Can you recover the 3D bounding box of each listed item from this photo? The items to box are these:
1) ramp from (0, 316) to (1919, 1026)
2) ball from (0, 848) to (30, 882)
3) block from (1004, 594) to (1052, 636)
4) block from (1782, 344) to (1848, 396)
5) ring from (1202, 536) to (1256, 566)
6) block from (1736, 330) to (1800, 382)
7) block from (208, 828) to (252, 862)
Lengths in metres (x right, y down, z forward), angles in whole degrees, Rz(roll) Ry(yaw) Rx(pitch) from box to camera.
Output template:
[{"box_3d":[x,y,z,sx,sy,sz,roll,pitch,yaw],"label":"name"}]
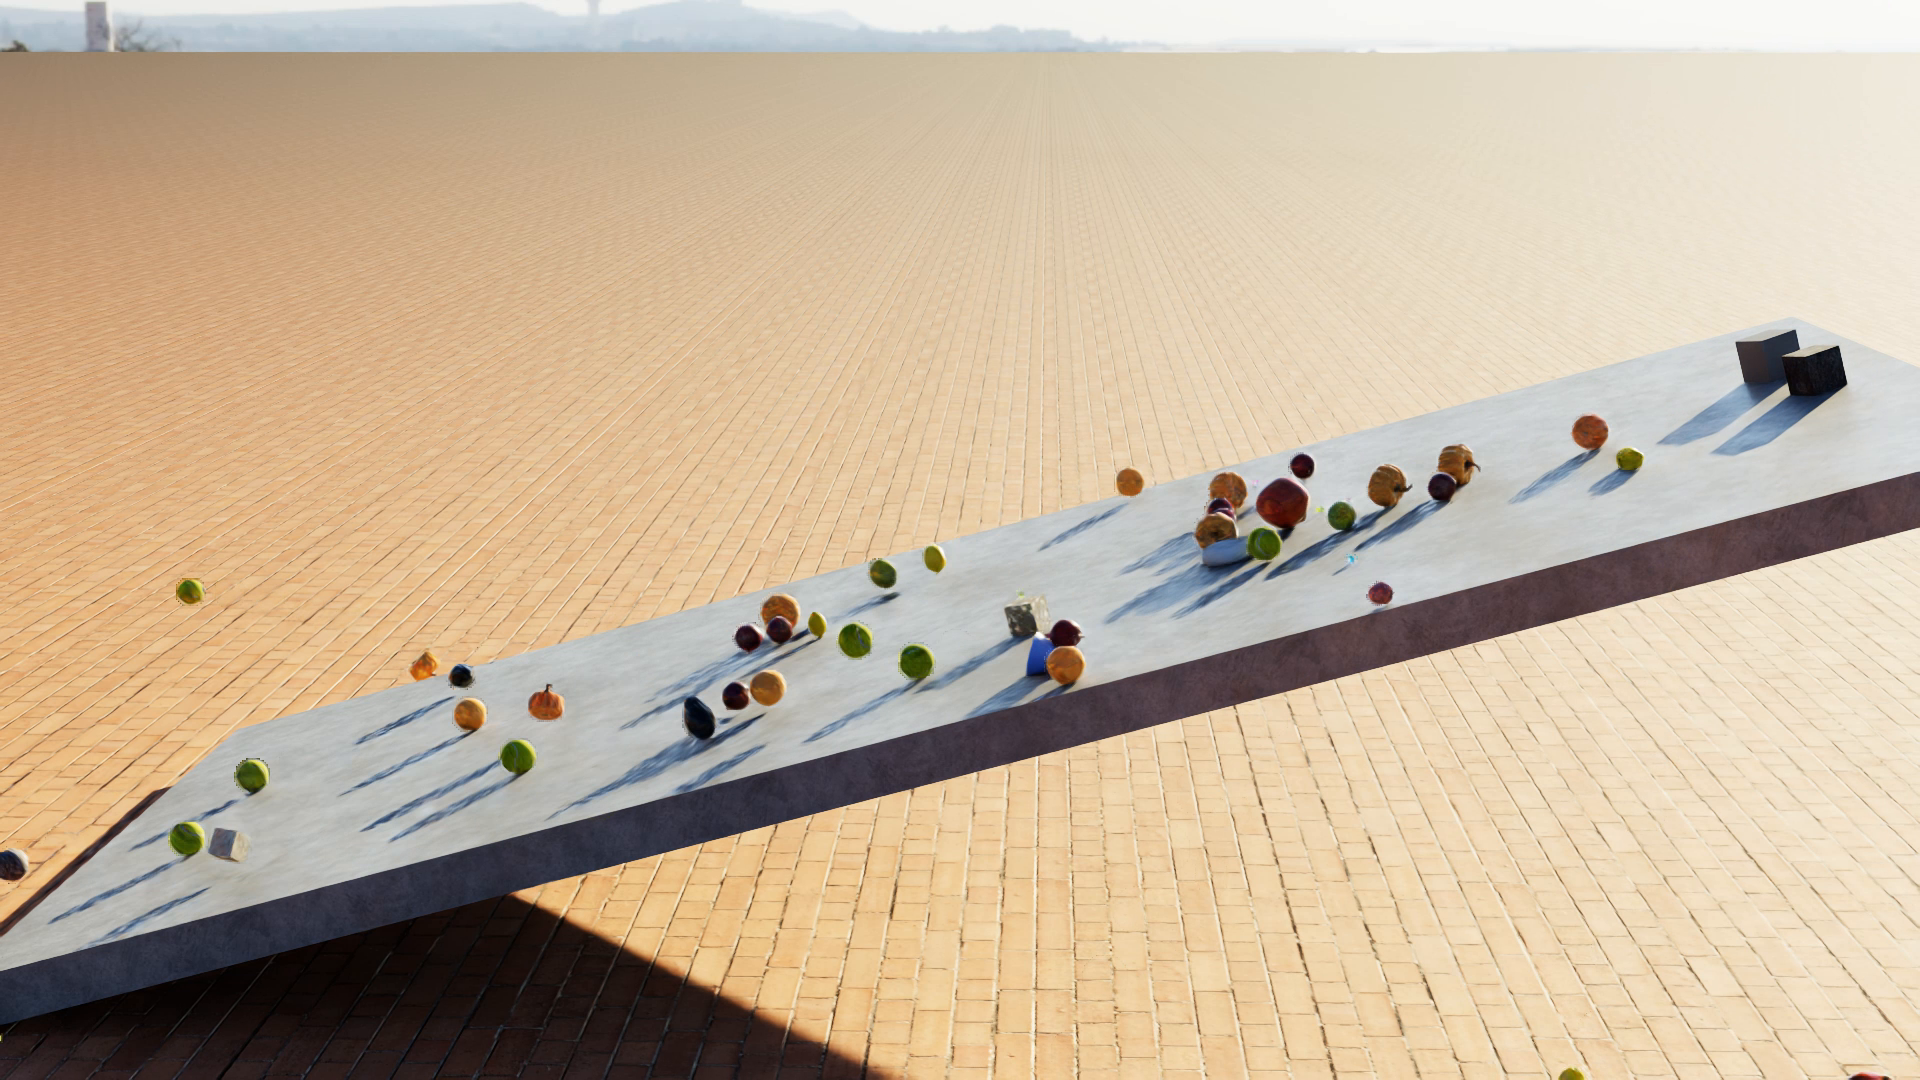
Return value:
[{"box_3d":[0.082,0.190,6.328,4.000,0.100,2.000,-15,9,4],"label":"ramp"},{"box_3d":[-2.050,0.702,6.362,0.071,0.071,0.071,0,10,0],"label":"ball"},{"box_3d":[0.138,0.153,5.952,0.063,0.063,0.063,-10,11,31],"label":"block"},{"box_3d":[1.792,-0.356,6.169,0.085,0.085,0.085,-18,10,-17],"label":"block"},{"box_3d":[0.559,0.024,6.097,0.116,0.039,0.116,-15,9,2],"label":"ring"},{"box_3d":[1.776,-0.404,6.449,0.094,0.094,0.094,-19,10,-20],"label":"block"},{"box_3d":[-1.428,0.597,5.751,0.052,0.052,0.052,6,-17,22],"label":"block"}]
